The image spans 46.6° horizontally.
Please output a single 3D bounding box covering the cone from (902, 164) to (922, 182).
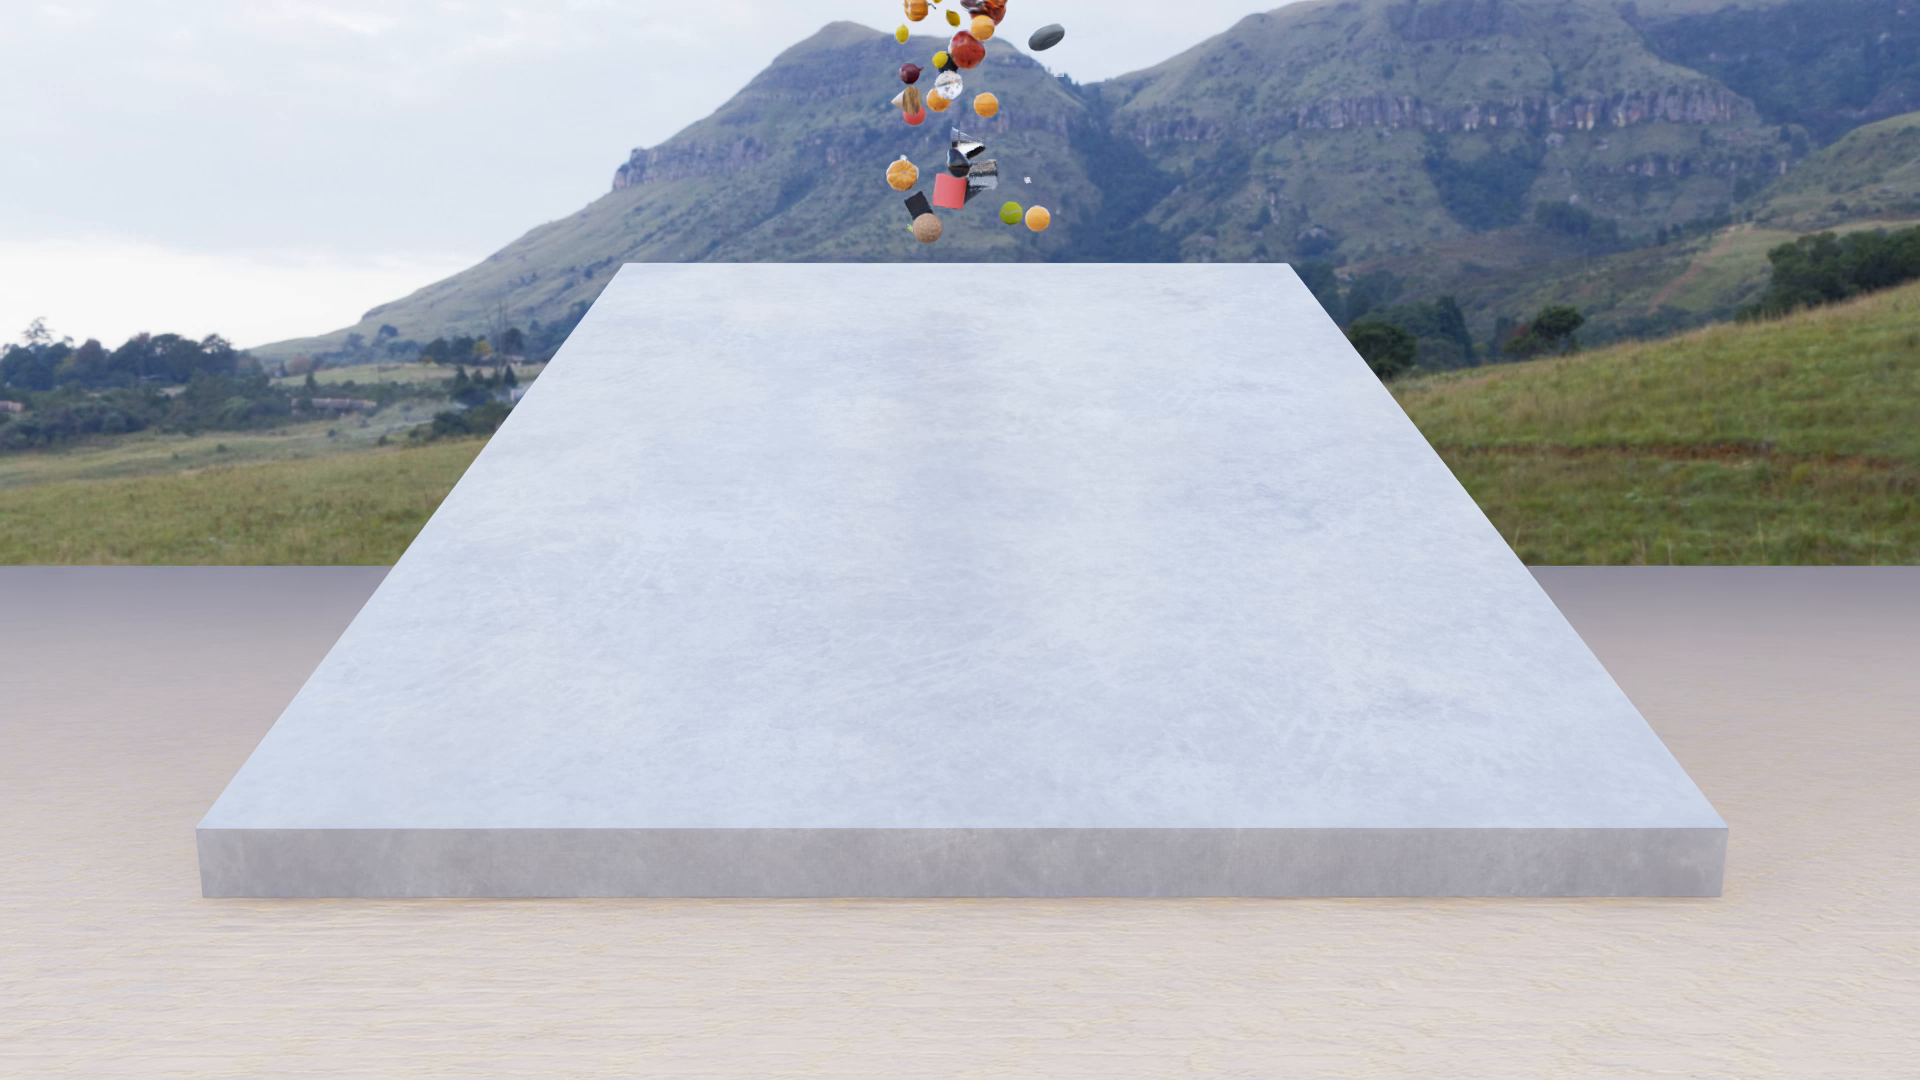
[{"bbox_3d":[-0.136,-1.063,6.546,0.060,0.060,0.060,0,35,-15],"label":"cone"}]

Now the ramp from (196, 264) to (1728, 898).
[{"bbox_3d":[-0.003,-0.181,4.830,2.000,0.100,4.000,0,18,0],"label":"ramp"}]

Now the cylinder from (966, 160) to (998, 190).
[{"bbox_3d":[0.065,-1.073,6.563,0.083,0.083,0.083,-6,0,-4],"label":"cylinder"}]

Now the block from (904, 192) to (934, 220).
[{"bbox_3d":[-0.119,-0.977,6.573,0.060,0.060,0.060,-28,-29,4],"label":"block"}]

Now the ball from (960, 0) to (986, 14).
[{"bbox_3d":[0.037,-1.574,6.506,0.075,0.075,0.075,0,0,0],"label":"ball"}]

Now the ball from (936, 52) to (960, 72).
[{"bbox_3d":[-0.036,-1.435,6.724,0.068,0.068,0.068,0,0,0],"label":"ball"}]

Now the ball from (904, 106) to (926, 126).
[{"bbox_3d":[-0.135,-1.266,6.625,0.067,0.067,0.067,0,0,0],"label":"ball"}]

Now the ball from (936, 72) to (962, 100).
[{"bbox_3d":[-0.031,-1.286,6.309,0.078,0.078,0.078,0,0,0],"label":"ball"}]

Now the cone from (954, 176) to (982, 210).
[{"bbox_3d":[0.004,-1.021,6.643,0.092,0.092,0.092,24,-14,6],"label":"cone"}]

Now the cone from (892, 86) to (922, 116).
[{"bbox_3d":[-0.173,-1.283,6.526,0.085,0.085,0.085,5,3,39],"label":"cone"}]

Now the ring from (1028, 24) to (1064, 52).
[{"bbox_3d":[0.251,-1.457,6.467,0.114,0.038,0.114,-24,-8,-4],"label":"ring"}]

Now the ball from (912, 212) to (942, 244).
[{"bbox_3d":[-0.095,-0.911,6.513,0.088,0.088,0.088,0,0,0],"label":"ball"}]

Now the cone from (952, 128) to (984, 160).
[{"bbox_3d":[0.025,-1.169,6.579,0.095,0.095,0.095,-1,-1,3],"label":"cone"}]

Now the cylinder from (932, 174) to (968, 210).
[{"bbox_3d":[-0.030,-1.026,6.568,0.093,0.093,0.093,9,7,-1],"label":"cylinder"}]
